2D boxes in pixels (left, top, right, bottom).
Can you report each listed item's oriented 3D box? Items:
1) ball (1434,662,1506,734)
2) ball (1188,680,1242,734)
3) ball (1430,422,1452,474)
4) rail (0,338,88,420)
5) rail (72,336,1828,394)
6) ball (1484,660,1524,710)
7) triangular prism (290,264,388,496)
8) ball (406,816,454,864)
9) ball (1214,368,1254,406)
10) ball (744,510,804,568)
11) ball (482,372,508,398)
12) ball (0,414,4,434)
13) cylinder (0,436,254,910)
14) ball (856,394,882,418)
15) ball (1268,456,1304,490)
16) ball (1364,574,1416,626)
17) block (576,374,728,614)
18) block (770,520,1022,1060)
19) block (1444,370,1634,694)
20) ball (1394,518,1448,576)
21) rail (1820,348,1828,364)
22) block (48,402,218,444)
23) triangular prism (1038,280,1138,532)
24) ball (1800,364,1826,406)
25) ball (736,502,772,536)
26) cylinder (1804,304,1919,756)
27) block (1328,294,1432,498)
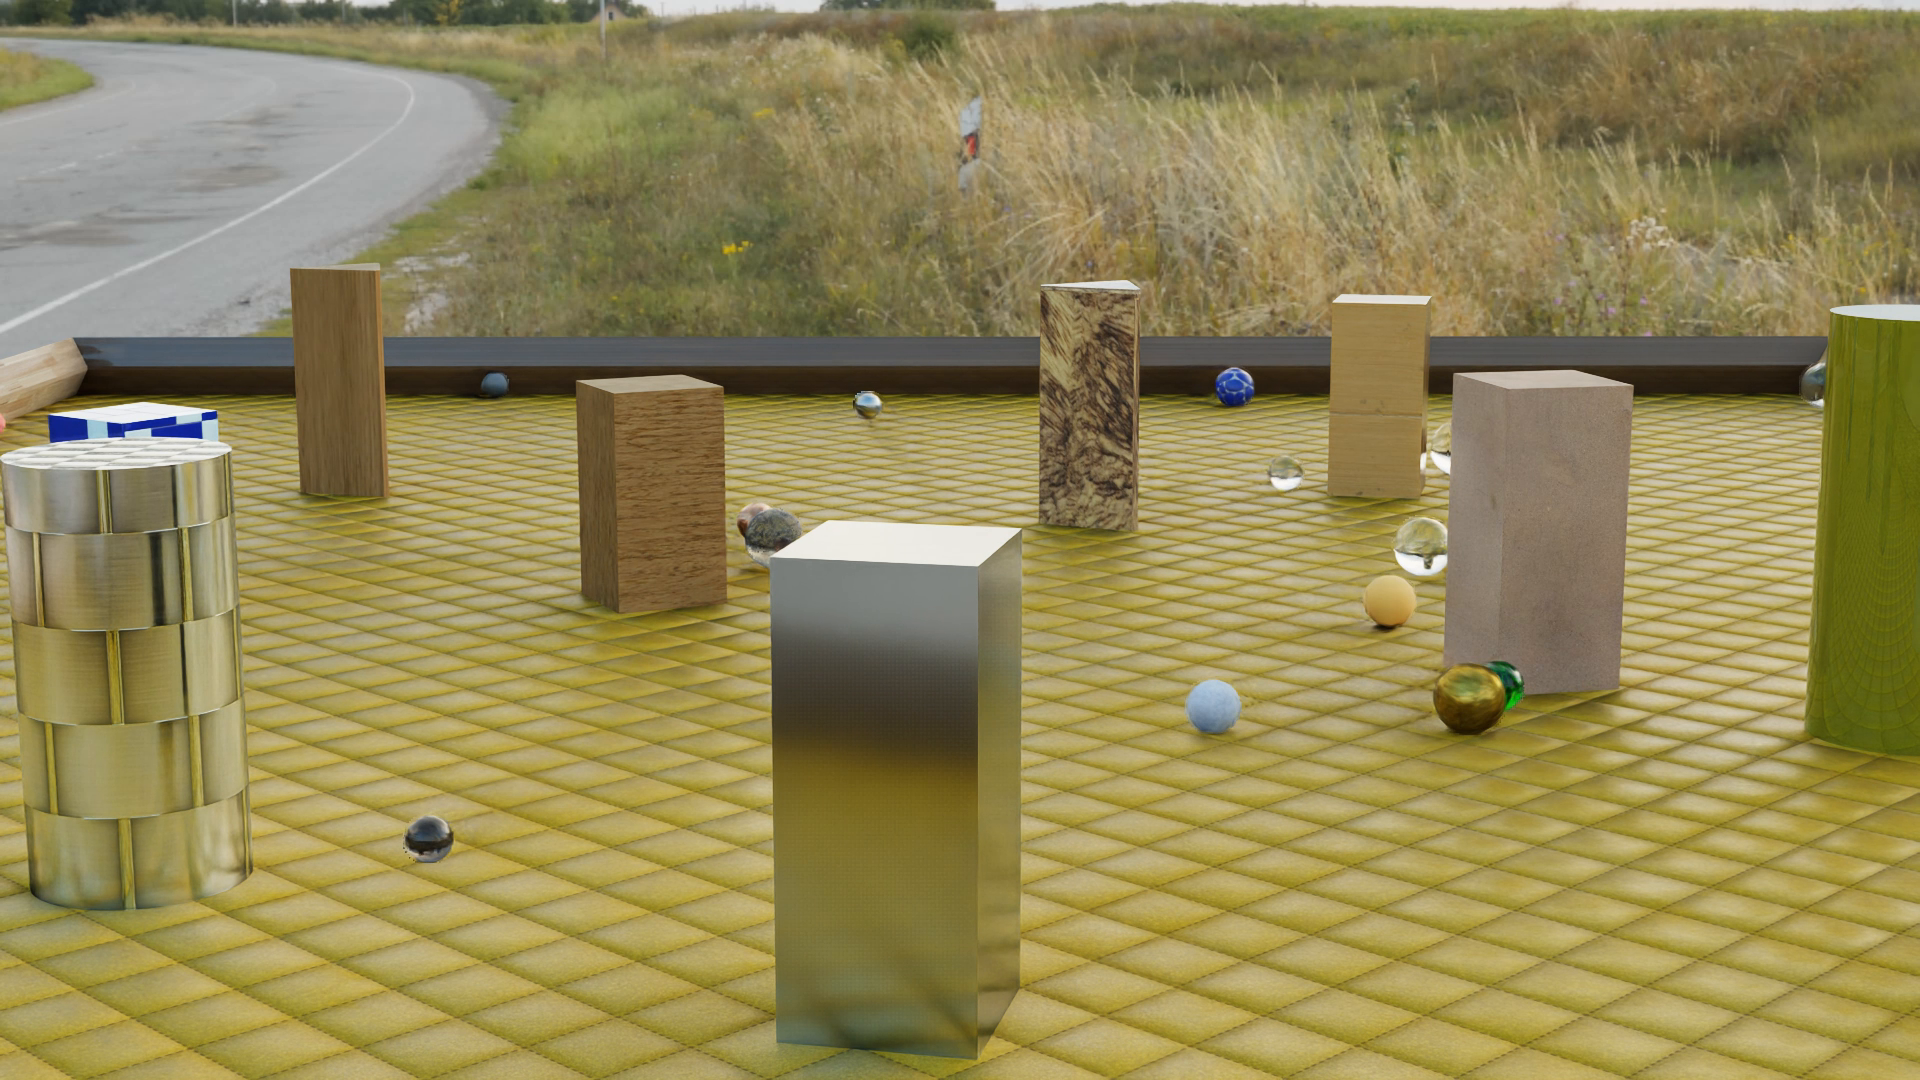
[{"bbox_3d":[0.561,0.174,2.823,0.079,0.079,0.079,0,11,0],"label":"ball"},{"bbox_3d":[0.280,0.183,2.826,0.059,0.059,0.059,0,11,0],"label":"ball"},{"bbox_3d":[0.892,-0.164,4.595,0.097,0.097,0.097,0,11,0],"label":"ball"},{"bbox_3d":[-1.937,0.035,3.438,0.045,0.126,4.628,0,11,0],"label":"rail"},{"bbox_3d":[-0.013,-0.386,5.701,3.921,0.126,0.045,0,11,0],"label":"rail"},{"bbox_3d":[0.613,0.166,2.923,0.057,0.057,0.057,0,11,0],"label":"ball"},{"bbox_3d":[-1.035,-0.280,4.428,0.168,0.385,0.146,3,11,16],"label":"triangular prism"},{"bbox_3d":[-0.490,0.276,2.368,0.044,0.044,0.044,0,11,0],"label":"ball"},{"bbox_3d":[0.590,-0.329,5.518,0.084,0.084,0.084,0,11,0],"label":"ball"},{"bbox_3d":[-0.270,-0.001,3.744,0.087,0.087,0.087,0,11,0],"label":"ball"},{"bbox_3d":[-1.028,-0.342,5.665,0.056,0.056,0.056,0,11,0],"label":"ball"},{"bbox_3d":[-1.910,-0.229,5.046,0.059,0.059,0.059,0,11,0],"label":"ball"},{"bbox_3d":[-0.742,0.114,2.296,0.194,0.389,0.194,0,11,0],"label":"cylinder"},{"bbox_3d":[-0.190,-0.279,5.330,0.053,0.053,0.053,0,11,0],"label":"ball"},{"bbox_3d":[0.563,-0.115,4.433,0.060,0.060,0.060,0,11,0],"label":"ball"},{"bbox_3d":[0.563,0.079,3.361,0.068,0.068,0.068,0,11,0],"label":"ball"},{"bbox_3d":[-0.423,-0.066,3.517,0.156,0.298,0.156,-5,12,-27],"label":"block"},{"bbox_3d":[-0.045,0.185,1.958,0.156,0.373,0.156,2,11,13],"label":"block"},{"bbox_3d":[0.685,-0.012,3.052,0.156,0.361,0.156,-2,11,-12],"label":"block"},{"bbox_3d":[0.667,0.010,3.692,0.084,0.084,0.084,0,11,0],"label":"ball"},{"bbox_3d":[1.937,0.030,3.460,0.045,0.126,4.628,0,11,0],"label":"rail"},{"bbox_3d":[-1.120,-0.044,3.498,0.156,0.261,0.156,7,13,34],"label":"block"},{"bbox_3d":[0.234,-0.220,4.117,0.168,0.381,0.146,5,12,26],"label":"triangular prism"},{"bbox_3d":[1.859,-0.334,5.525,0.092,0.092,0.092,0,11,0],"label":"ball"},{"bbox_3d":[-0.313,-0.027,3.956,0.061,0.061,0.061,0,11,0],"label":"ball"},{"bbox_3d":[1.033,-0.015,2.788,0.194,0.464,0.194,0,11,0],"label":"cylinder"},{"bbox_3d":[0.722,-0.249,4.413,0.156,0.330,0.156,3,11,13],"label":"block"}]
